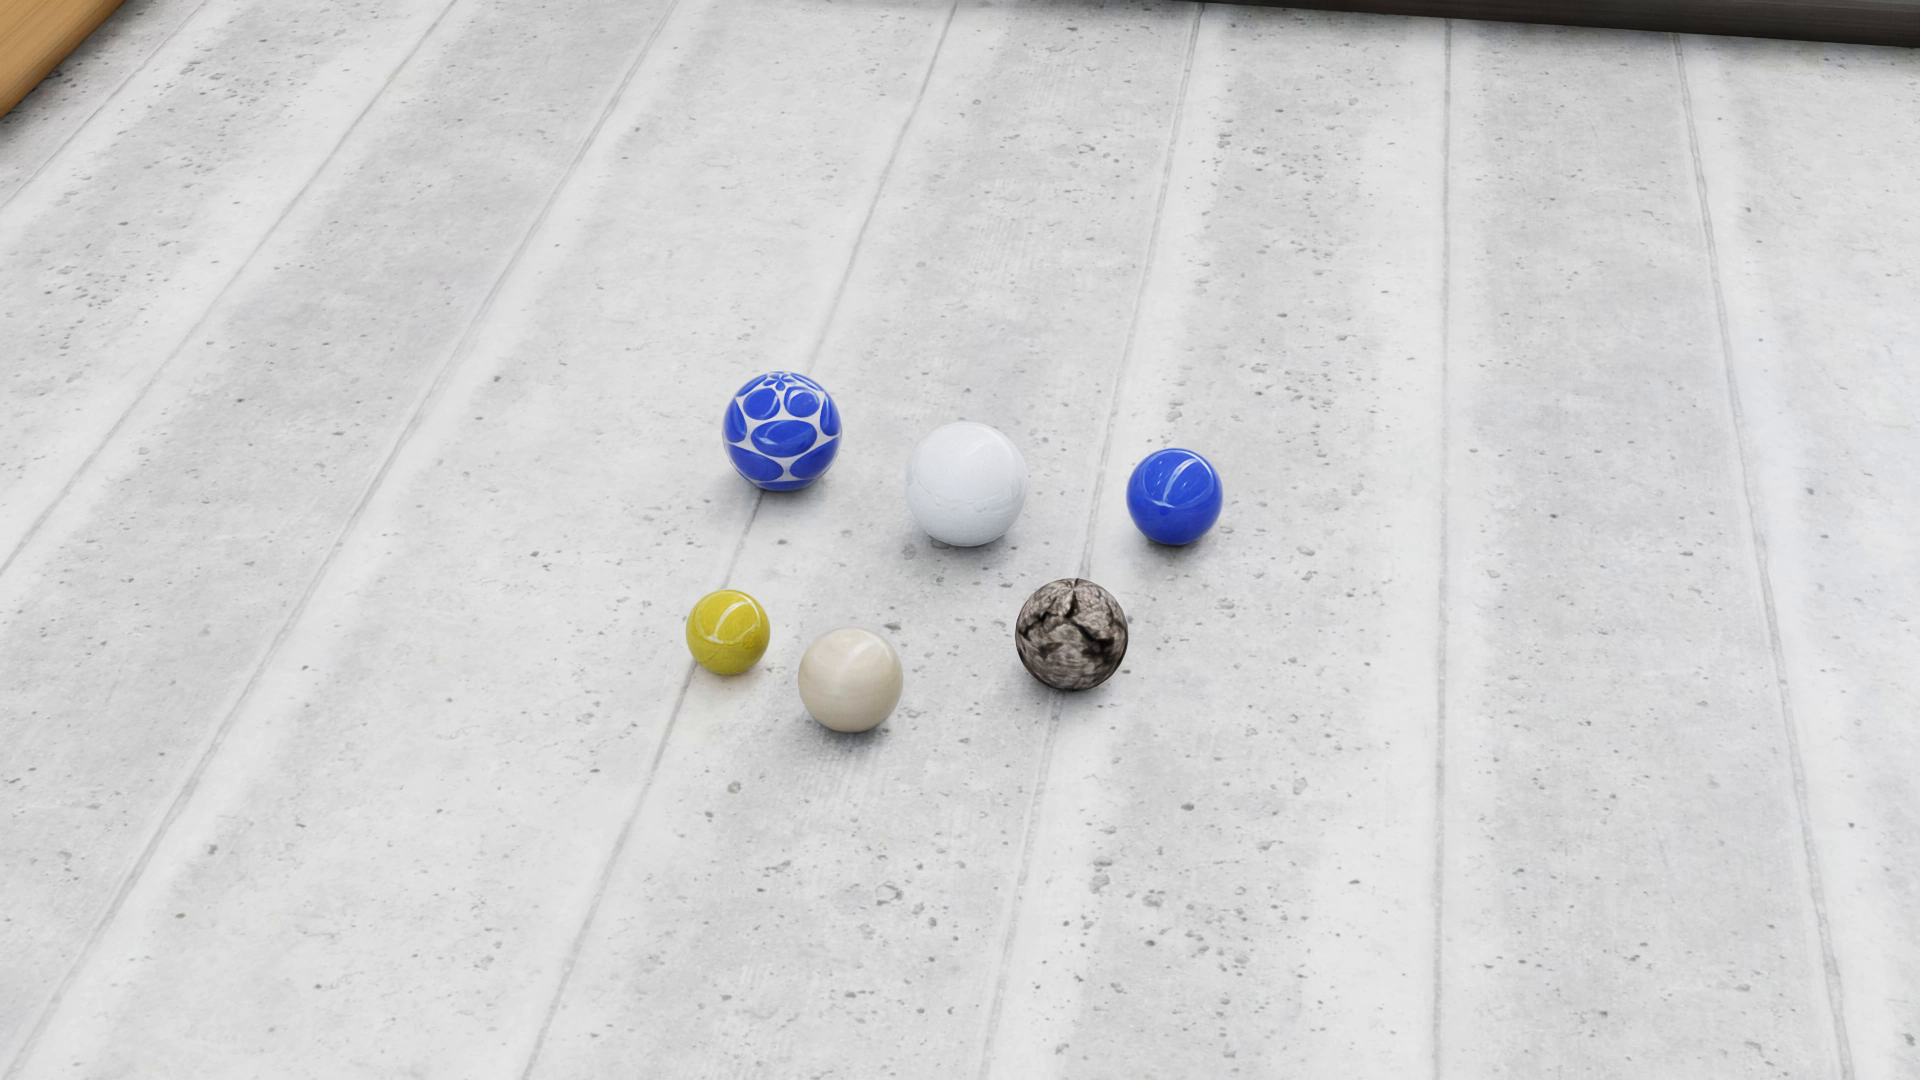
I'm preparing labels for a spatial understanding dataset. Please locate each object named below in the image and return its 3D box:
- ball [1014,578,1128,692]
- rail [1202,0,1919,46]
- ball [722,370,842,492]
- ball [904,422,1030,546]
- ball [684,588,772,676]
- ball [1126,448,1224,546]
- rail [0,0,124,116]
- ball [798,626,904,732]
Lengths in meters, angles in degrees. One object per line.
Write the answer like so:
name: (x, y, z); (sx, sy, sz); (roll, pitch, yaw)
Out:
ball: (0.073, 0.062, 1.680); (0.075, 0.075, 0.075); (0, 35, 0)
rail: (1.147, -0.500, 2.442); (4.001, 0.115, 0.045); (5, 35, 7)
ball: (-0.130, -0.079, 1.869); (0.088, 0.088, 0.088); (0, 35, 0)
ball: (0.004, -0.039, 1.812); (0.089, 0.089, 0.089); (0, 35, 0)
ball: (-0.153, 0.061, 1.697); (0.057, 0.057, 0.057); (0, 35, 0)
ball: (0.152, -0.031, 1.817); (0.070, 0.070, 0.070); (0, 35, 0)
rail: (-0.964, -0.106, 1.882); (0.045, 0.115, 2.064); (5, 35, 7)
ball: (-0.070, 0.090, 1.647); (0.068, 0.068, 0.068); (0, 35, 0)
